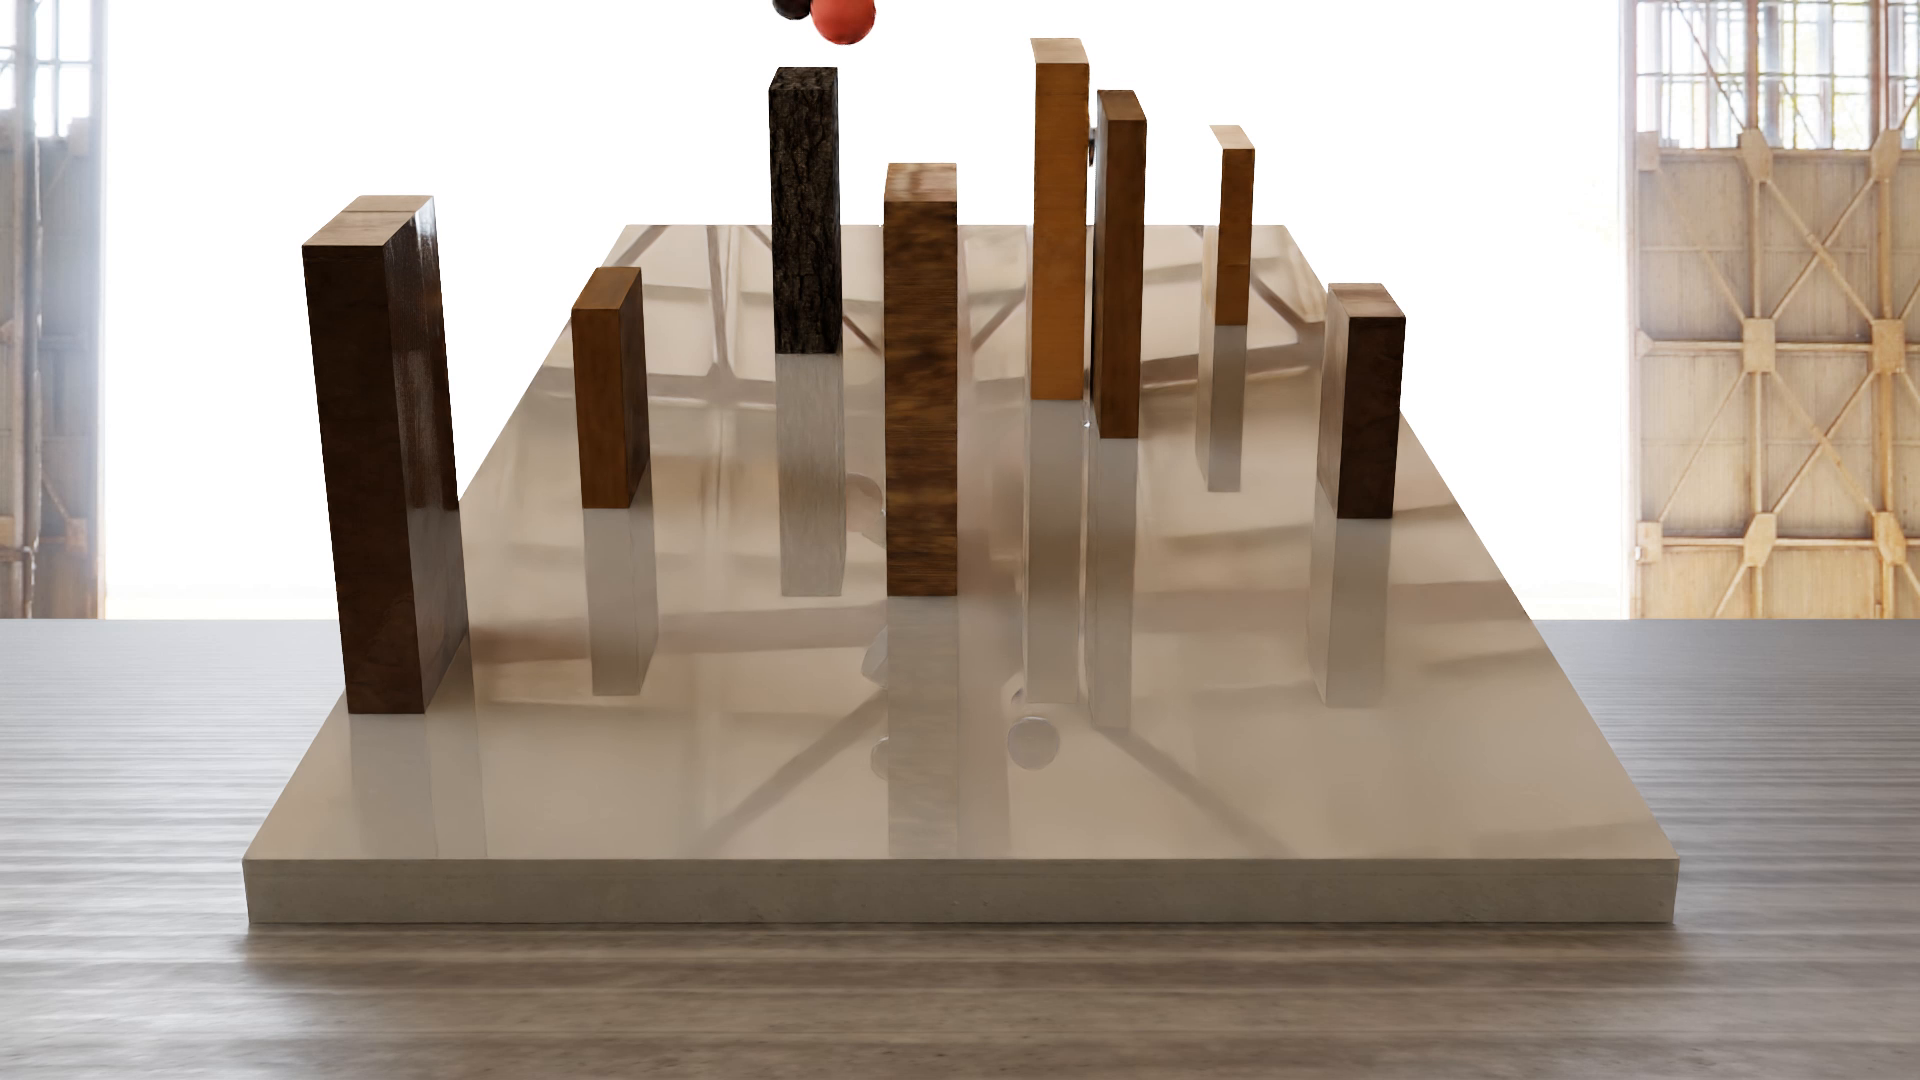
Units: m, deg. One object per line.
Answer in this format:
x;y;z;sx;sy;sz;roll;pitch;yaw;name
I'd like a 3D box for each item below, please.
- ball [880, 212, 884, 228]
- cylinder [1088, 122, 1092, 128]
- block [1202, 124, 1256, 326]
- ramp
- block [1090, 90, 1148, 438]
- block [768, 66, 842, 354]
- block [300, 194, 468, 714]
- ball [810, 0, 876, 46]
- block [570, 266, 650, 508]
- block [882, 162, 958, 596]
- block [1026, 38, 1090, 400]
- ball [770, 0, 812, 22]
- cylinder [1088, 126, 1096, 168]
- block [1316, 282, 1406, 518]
-0.136;-0.935;6.571;0.185;0.185;0.185;0;-2;0;ball
0.319;-1.177;6.609;0.134;0.134;0.134;-3;-42;-2;cylinder
0.693;-0.820;5.891;0.084;0.453;0.336;0;21;0;block
-0.005;-0.211;5.051;2.000;0.100;4.000;0;21;0;ramp
0.345;-0.611;4.995;0.082;0.690;0.388;0;21;0;block
-0.378;-0.817;5.611;0.150;0.641;0.352;0;21;0;block
-0.909;-0.141;3.639;0.120;0.756;0.357;0;21;0;block
-0.330;-1.499;6.460;0.187;0.187;0.187;0;-2;0;ball
-0.703;-0.313;4.596;0.093;0.407;0.340;0;21;0;block
-0.068;-0.294;4.109;0.126;0.715;0.337;0;21;0;block
0.222;-0.747;5.253;0.120;0.762;0.391;0;21;0;block
-0.474;-1.556;6.510;0.139;0.139;0.139;0;-2;0;ball
0.340;-1.102;6.431;0.112;0.112;0.112;-14;0;-8;cylinder
0.793;-0.280;4.513;0.109;0.408;0.268;0;21;0;block
